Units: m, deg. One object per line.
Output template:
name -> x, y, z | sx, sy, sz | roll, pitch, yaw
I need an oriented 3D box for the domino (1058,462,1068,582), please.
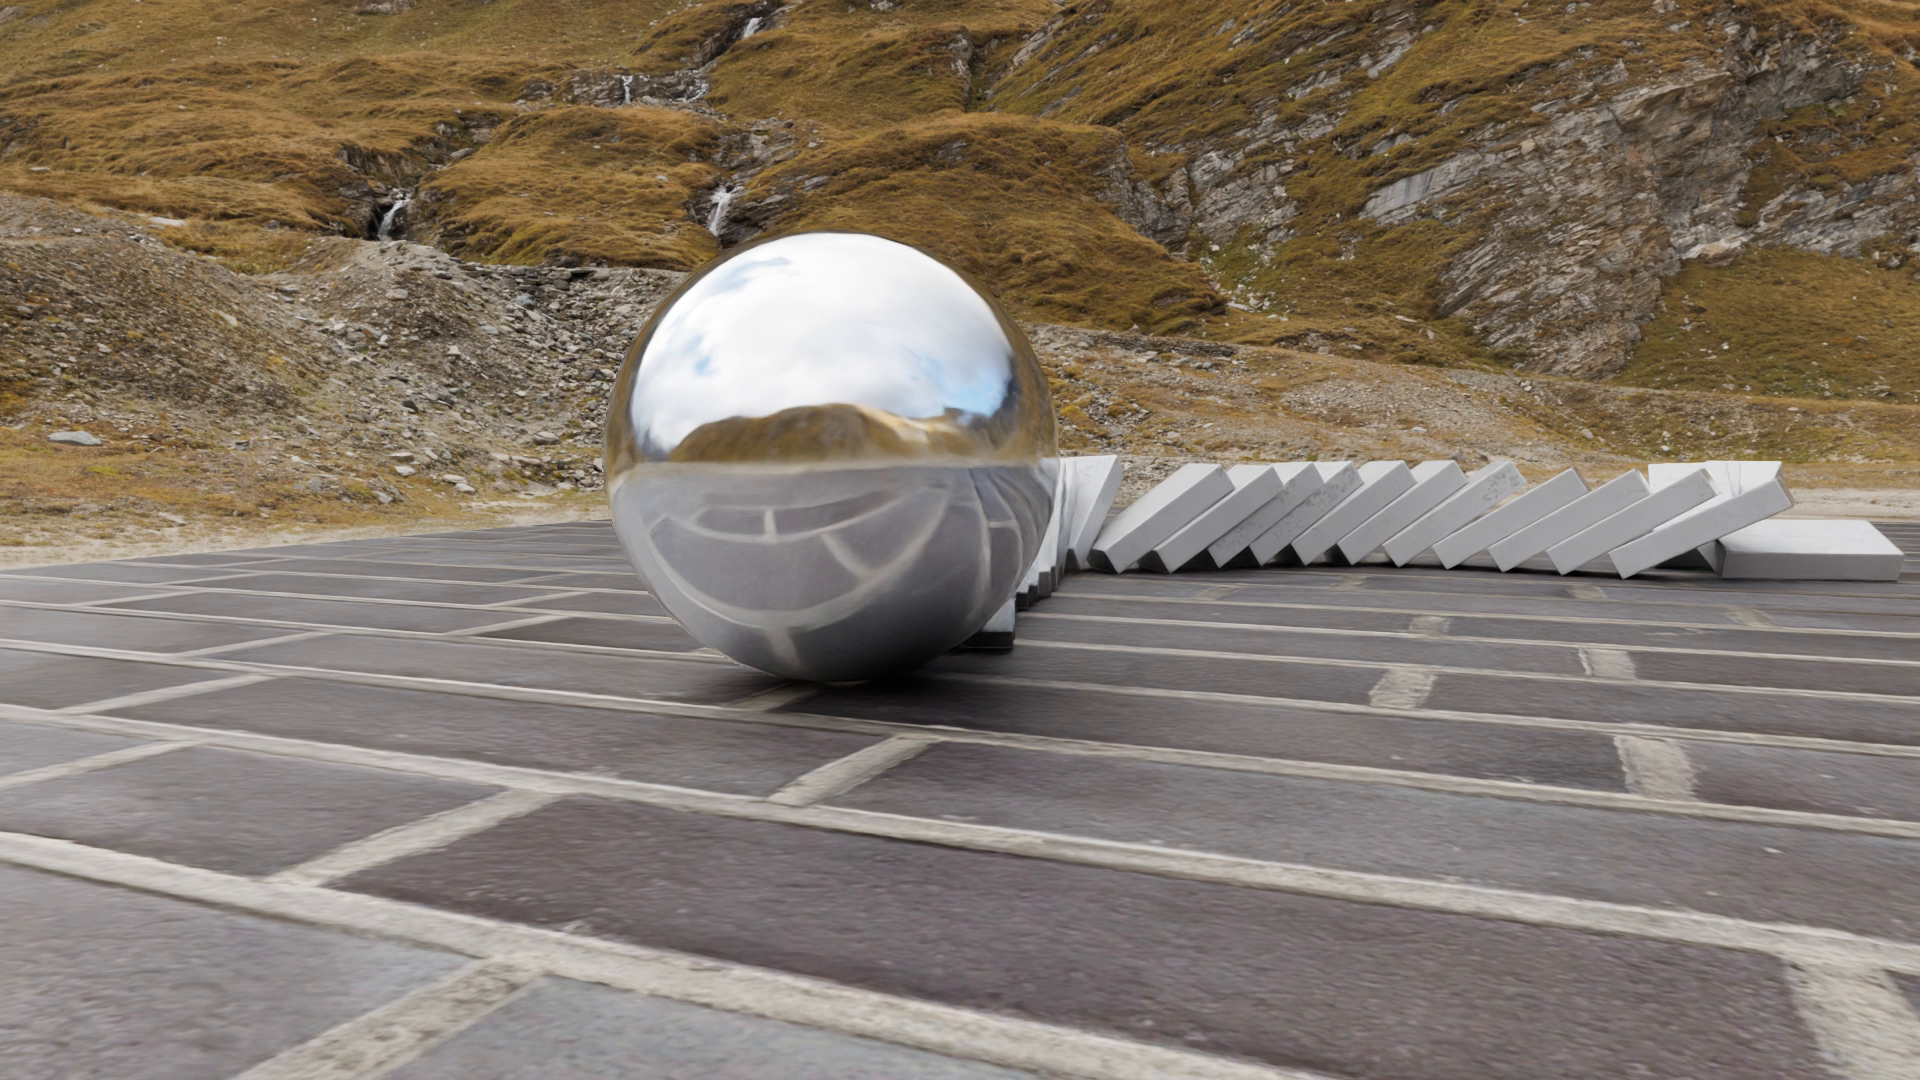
domino -> 0.020, -0.006, 0.405 | 0.025, 0.009, 0.050 | -1, 39, 9

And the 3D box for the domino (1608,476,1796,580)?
domino -> 0.231, -0.004, 0.400 | 0.050, 0.009, 0.025 | -32, -14, 33

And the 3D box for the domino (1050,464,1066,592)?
domino -> 0.018, -0.005, 0.388 | 0.025, 0.009, 0.050 | 1, 39, 8

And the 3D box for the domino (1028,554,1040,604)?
domino -> 0.009, -0.007, 0.353 | 0.025, 0.050, 0.009 | 0, -32, 4

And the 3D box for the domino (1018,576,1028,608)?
domino -> 0.006, -0.007, 0.340 | 0.025, 0.050, 0.009 | 0, -27, 3

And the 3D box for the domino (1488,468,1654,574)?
domino -> 0.201, -0.007, 0.423 | 0.050, 0.009, 0.025 | -34, -13, 27

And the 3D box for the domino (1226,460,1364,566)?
domino -> 0.115, -0.010, 0.453 | 0.050, 0.010, 0.025 | -36, 13, -14

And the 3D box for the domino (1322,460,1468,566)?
domino -> 0.152, -0.010, 0.455 | 0.050, 0.009, 0.025 | -35, 4, -1

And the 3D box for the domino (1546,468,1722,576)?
domino -> 0.216, -0.006, 0.411 | 0.050, 0.009, 0.025 | -35, -16, 31

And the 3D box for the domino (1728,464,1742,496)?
domino -> 0.267, -0.010, 0.464 | 0.025, 0.009, 0.050 | 3, 38, 32

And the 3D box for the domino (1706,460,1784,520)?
domino -> 0.285, -0.011, 0.476 | 0.025, 0.009, 0.050 | 4, 40, 45

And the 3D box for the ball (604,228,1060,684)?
ball -> -0.022, -0.015, 0.229 | 0.080, 0.080, 0.080 | 0, 4, 0

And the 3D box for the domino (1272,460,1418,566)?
domino -> 0.134, -0.010, 0.454 | 0.050, 0.009, 0.025 | -35, 8, -7

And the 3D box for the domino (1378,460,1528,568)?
domino -> 0.170, -0.009, 0.447 | 0.050, 0.009, 0.025 | -36, -4, 12

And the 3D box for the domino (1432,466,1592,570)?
domino -> 0.186, -0.007, 0.433 | 0.050, 0.009, 0.025 | -34, -12, 26

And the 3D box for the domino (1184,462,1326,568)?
domino -> 0.100, -0.009, 0.445 | 0.050, 0.009, 0.025 | -36, 13, -14

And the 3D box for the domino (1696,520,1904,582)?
domino -> 0.266, 0.003, 0.409 | 0.050, 0.009, 0.025 | 1, 26, 10

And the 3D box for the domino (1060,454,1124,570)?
domino -> 0.036, -0.010, 0.439 | 0.025, 0.009, 0.050 | -1, 40, 29

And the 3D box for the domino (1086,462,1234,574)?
domino -> 0.066, -0.008, 0.433 | 0.050, 0.009, 0.025 | -36, 13, -10

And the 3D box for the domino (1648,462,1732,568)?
domino -> 0.257, -0.009, 0.450 | 0.025, 0.009, 0.050 | -1, 36, 25

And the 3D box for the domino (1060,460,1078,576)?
domino -> 0.024, -0.008, 0.423 | 0.025, 0.010, 0.050 | -1, 39, 13

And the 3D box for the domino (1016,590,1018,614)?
domino -> 0.002, -0.006, 0.328 | 0.025, 0.050, 0.009 | 0, -25, 3

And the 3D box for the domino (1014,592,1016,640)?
domino -> 0.000, -0.003, 0.285 | 0.025, 0.050, 0.009 | 0, -24, 3

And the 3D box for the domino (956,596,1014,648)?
domino -> -0.001, -0.002, 0.274 | 0.025, 0.050, 0.009 | 0, -24, 3

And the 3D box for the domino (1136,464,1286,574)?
domino -> 0.083, -0.008, 0.436 | 0.050, 0.010, 0.025 | -35, 12, -11

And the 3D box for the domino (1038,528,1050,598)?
domino -> 0.014, -0.004, 0.371 | 0.025, 0.009, 0.050 | 0, 40, 4
